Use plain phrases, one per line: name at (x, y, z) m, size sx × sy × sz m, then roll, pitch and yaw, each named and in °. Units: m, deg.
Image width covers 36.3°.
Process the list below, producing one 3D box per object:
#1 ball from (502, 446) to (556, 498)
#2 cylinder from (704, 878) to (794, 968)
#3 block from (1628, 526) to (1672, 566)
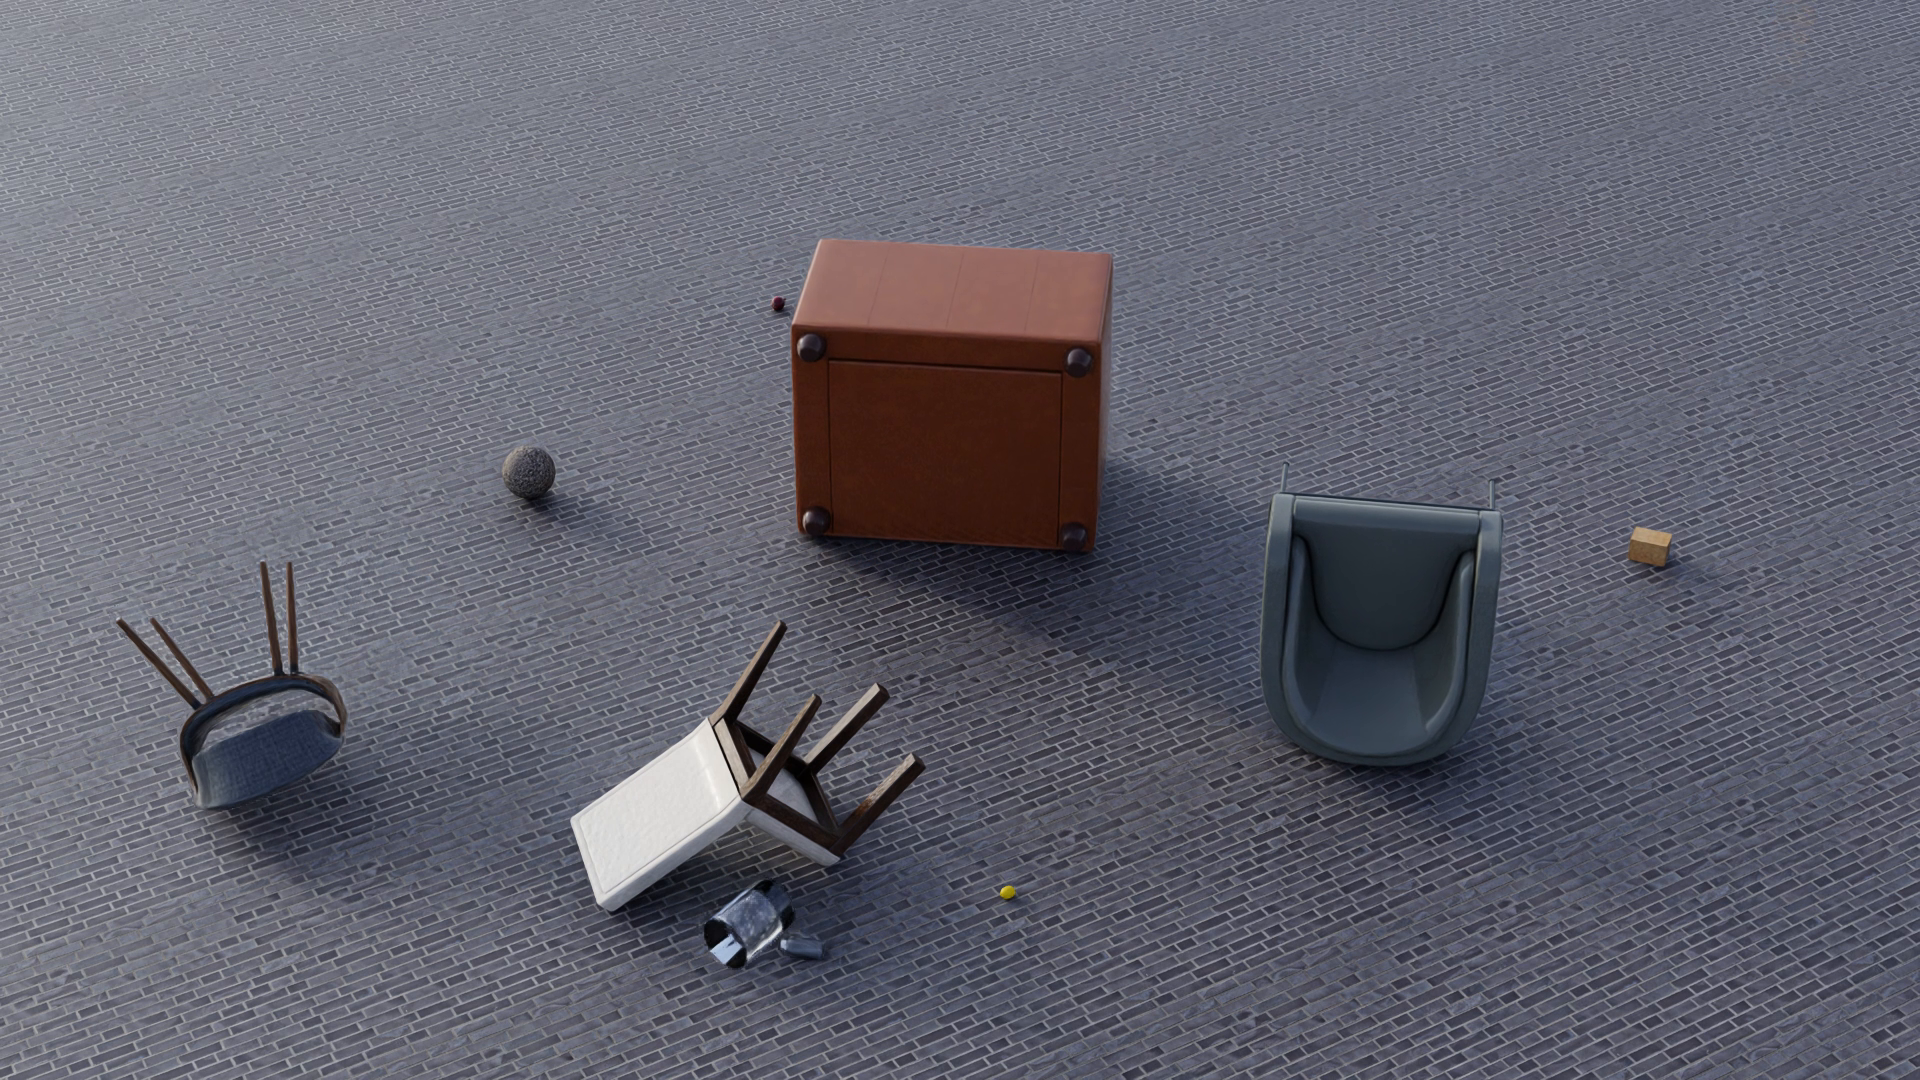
ball at (-1.640, -0.259, 11.153) m, size 0.202 × 0.202 × 0.202 m, roll 0°, pitch 33°, yaw 0°
cylinder at (-0.647, 1.177, 8.998) m, size 0.169 × 0.178 × 0.230 m, roll -2°, pitch 25°, yaw 42°
block at (2.548, 0.024, 10.828) m, size 0.134 × 0.088 × 0.093 m, roll 13°, pitch 36°, yaw 19°
